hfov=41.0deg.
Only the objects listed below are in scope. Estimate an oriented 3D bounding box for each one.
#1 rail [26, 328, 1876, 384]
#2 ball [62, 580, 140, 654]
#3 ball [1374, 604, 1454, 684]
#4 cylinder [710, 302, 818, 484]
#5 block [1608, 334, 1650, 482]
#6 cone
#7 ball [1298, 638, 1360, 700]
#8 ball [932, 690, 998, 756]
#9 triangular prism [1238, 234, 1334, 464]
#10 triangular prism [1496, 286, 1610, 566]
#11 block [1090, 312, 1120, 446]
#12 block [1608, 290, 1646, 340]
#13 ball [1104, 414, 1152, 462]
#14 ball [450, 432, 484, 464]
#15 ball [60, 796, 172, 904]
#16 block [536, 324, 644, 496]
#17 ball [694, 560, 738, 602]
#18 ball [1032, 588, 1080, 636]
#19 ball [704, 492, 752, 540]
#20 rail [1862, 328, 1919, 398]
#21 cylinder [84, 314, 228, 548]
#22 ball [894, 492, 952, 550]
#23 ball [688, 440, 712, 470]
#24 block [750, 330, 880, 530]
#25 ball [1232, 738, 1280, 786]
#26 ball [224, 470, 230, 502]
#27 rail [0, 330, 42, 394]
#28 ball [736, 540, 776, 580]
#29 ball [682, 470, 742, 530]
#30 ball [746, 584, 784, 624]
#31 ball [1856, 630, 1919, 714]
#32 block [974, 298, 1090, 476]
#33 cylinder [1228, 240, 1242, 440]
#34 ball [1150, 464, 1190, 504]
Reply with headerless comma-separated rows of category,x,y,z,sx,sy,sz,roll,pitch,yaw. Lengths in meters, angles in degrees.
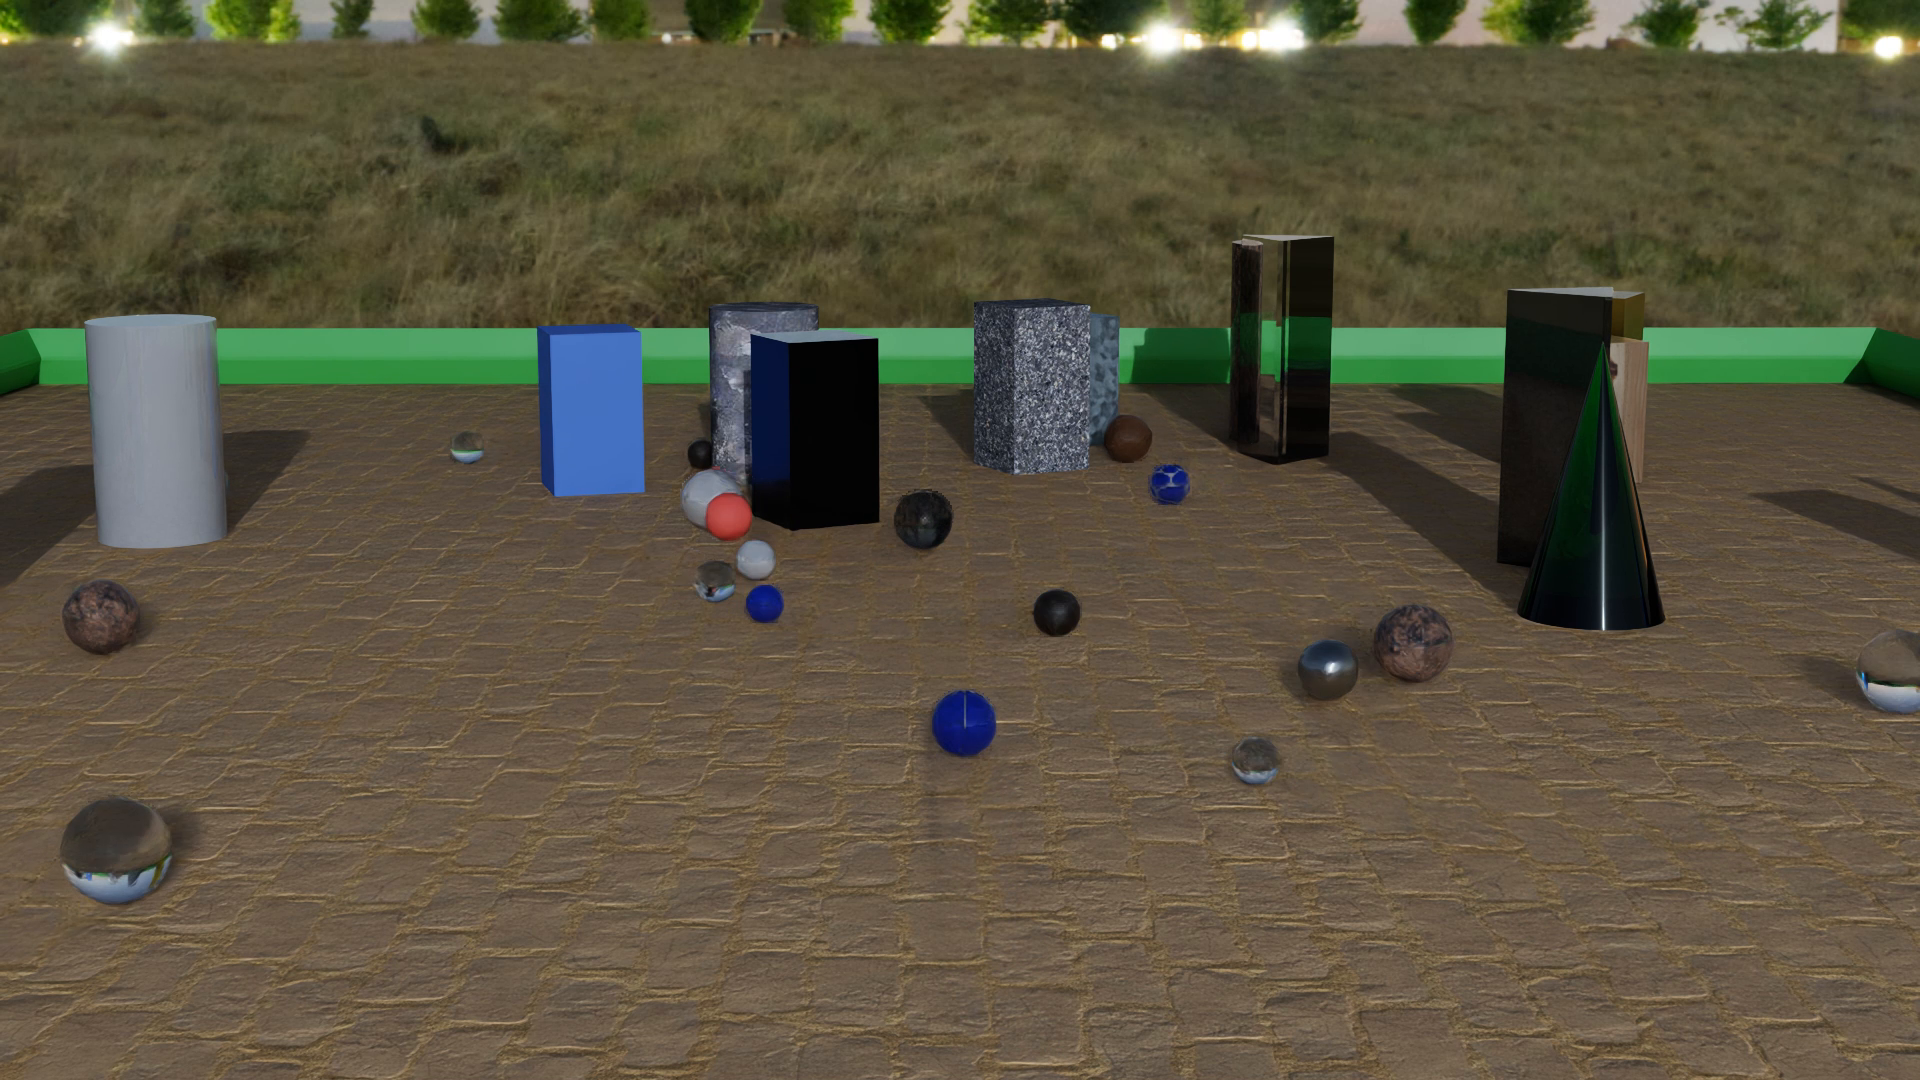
rail,-0.014,-0.420,5.887,4.256,0.126,0.045,0,11,0
ball,-1.073,0.095,3.206,0.093,0.093,0.093,0,11,0
ball,0.539,0.123,3.053,0.094,0.094,0.094,0,11,0
cylinder,-0.347,-0.264,4.565,0.194,0.303,0.194,0,11,0
block,1.104,-0.233,4.545,0.155,0.249,0.155,-3,11,-18
cone,0.844,-0.081,3.402,0.194,0.368,0.194,0,11,0
ball,0.427,0.150,2.973,0.071,0.071,0.071,0,11,0
ball,0.004,0.195,2.730,0.070,0.070,0.070,0,11,0
triangular prism,0.583,-0.360,4.789,0.145,0.411,0.168,9,14,41
triangular prism,0.905,-0.164,3.756,0.168,0.403,0.145,10,15,44
block,0.199,-0.314,4.988,0.155,0.246,0.155,-8,13,-36
block,1.187,-0.313,4.832,0.155,0.302,0.155,6,12,27
ball,0.310,-0.189,4.746,0.089,0.089,0.089,0,11,0
ball,-0.906,-0.170,4.722,0.061,0.061,0.061,0,11,0
ball,-0.740,0.273,2.252,0.094,0.094,0.094,0,11,0
block,-0.640,-0.227,4.443,0.155,0.276,0.155,-3,11,-17
ball,-0.334,0.056,3.510,0.058,0.058,0.058,0,11,0
ball,0.124,0.094,3.301,0.062,0.062,0.062,0,11,0
ball,-0.357,-0.036,3.965,0.074,0.074,0.074,0,11,0
rail,2.104,0.030,3.461,0.045,0.126,5.006,0,11,0
cylinder,-1.242,-0.171,3.970,0.194,0.338,0.194,0,11,0
ball,-0.056,-0.030,3.889,0.089,0.089,0.089,0,11,0
ball,-0.468,-0.155,4.660,0.055,0.055,0.055,0,11,0
block,-0.234,-0.180,4.130,0.155,0.297,0.155,-5,12,-27
ball,0.302,0.226,2.620,0.050,0.050,0.050,0,11,0
ball,-1.236,-0.086,4.171,0.097,0.097,0.097,0,11,0
rail,-2.104,0.035,3.437,0.045,0.126,5.006,0,11,0
ball,-0.291,0.028,3.663,0.058,0.058,0.058,0,11,0
ball,-0.392,-0.064,4.054,0.096,0.096,0.096,0,11,0
ball,-0.257,0.084,3.381,0.052,0.052,0.052,0,11,0
ball,1.067,0.149,2.908,0.096,0.096,0.096,0,11,0
block,0.130,-0.282,4.675,0.155,0.298,0.155,-5,12,-27
cylinder,0.627,-0.391,5.027,0.194,0.384,0.194,0,11,0
ball,0.351,-0.093,4.288,0.069,0.069,0.069,0,11,0
